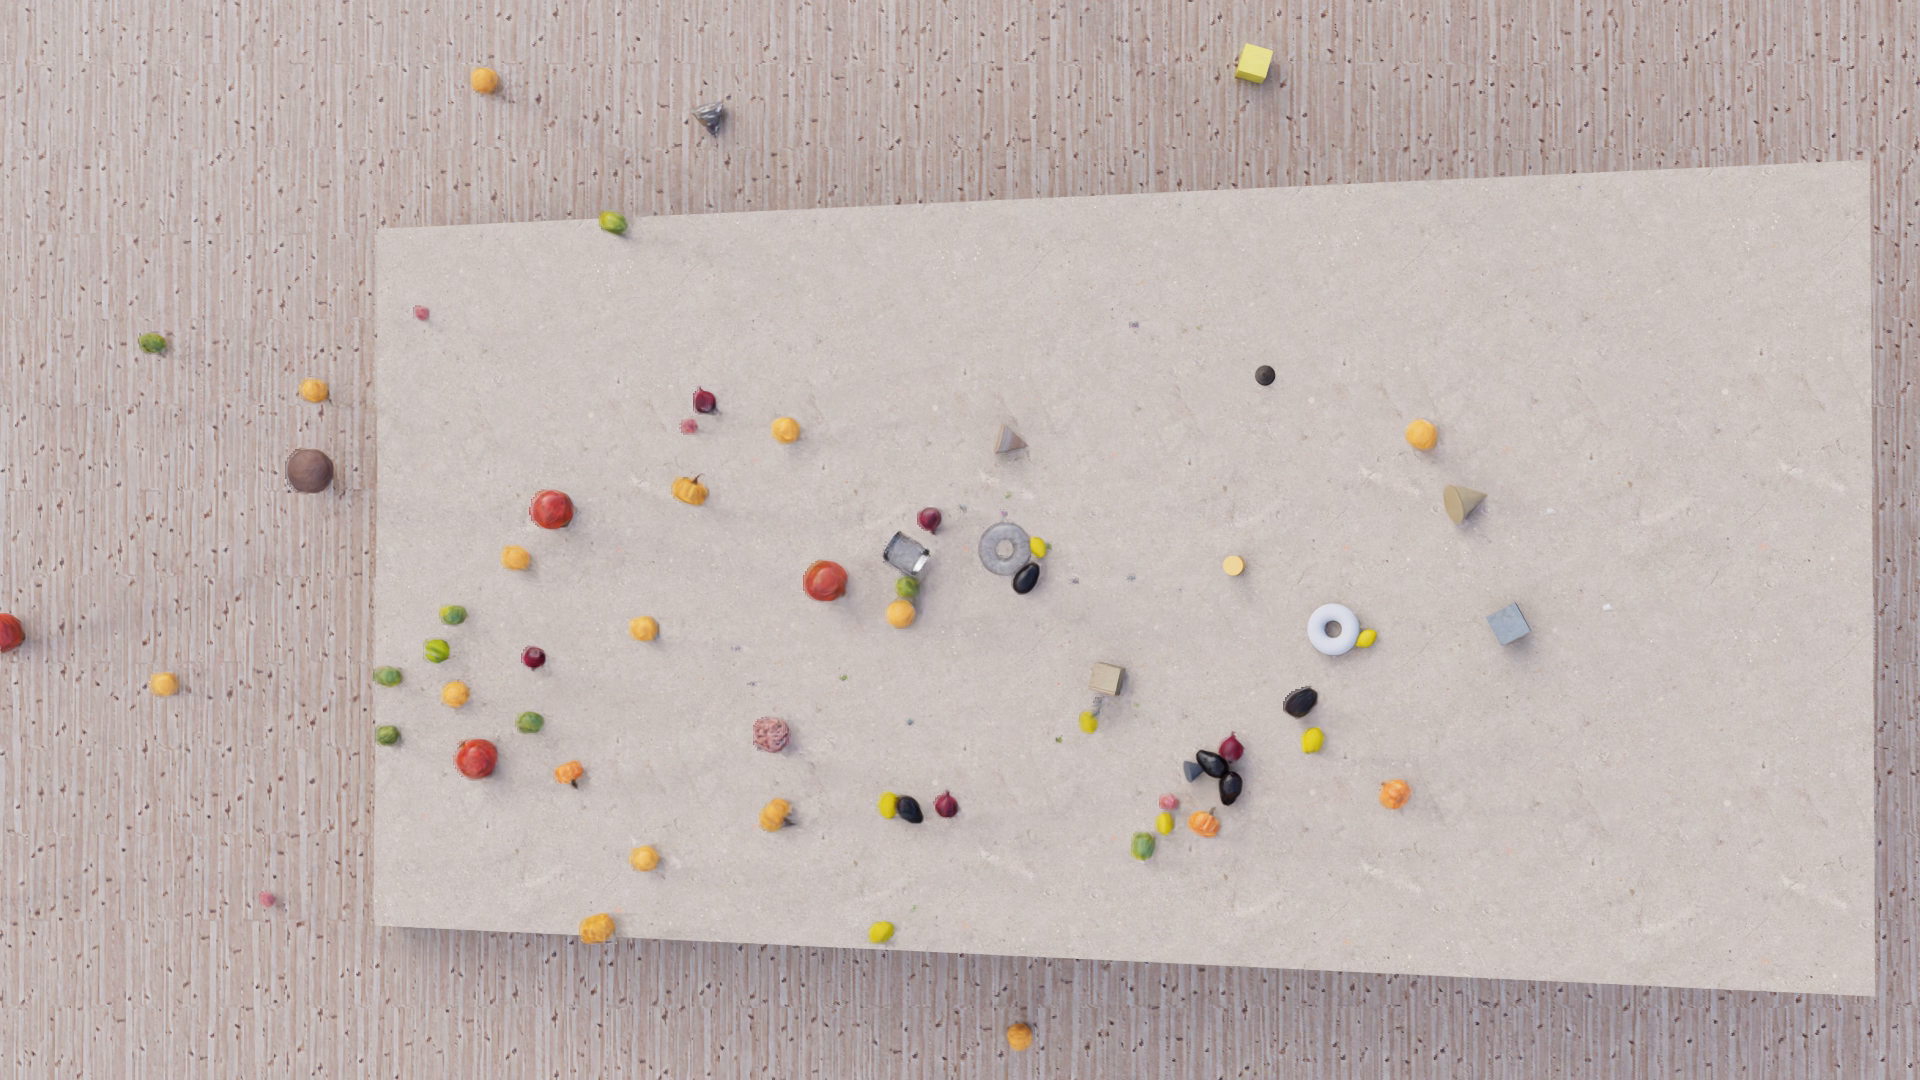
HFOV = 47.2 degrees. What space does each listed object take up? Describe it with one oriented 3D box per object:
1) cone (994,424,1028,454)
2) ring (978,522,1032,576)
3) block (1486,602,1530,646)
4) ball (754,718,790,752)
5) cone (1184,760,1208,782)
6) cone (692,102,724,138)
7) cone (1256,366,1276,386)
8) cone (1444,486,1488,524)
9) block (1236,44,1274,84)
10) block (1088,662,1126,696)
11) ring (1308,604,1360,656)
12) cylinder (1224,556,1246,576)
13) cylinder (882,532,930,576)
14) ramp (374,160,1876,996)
[{"bbox_3d":[0.142,-0.258,5.801,0.086,0.086,0.086,14,89,-11],"label":"cone"},{"bbox_3d":[0.118,0.024,5.799,0.145,0.048,0.145,-1,88,16],"label":"ring"},{"bbox_3d":[1.357,0.208,5.441,0.079,0.079,0.079,-29,82,13],"label":"block"},{"bbox_3d":[-0.506,0.527,5.937,0.096,0.096,0.096,0,89,0],"label":"ball"},{"bbox_3d":[0.613,0.590,5.666,0.059,0.059,0.059,-13,89,-13],"label":"cone"},{"bbox_3d":[-0.725,-1.213,6.408,0.096,0.096,0.096,-13,116,0],"label":"cone"},{"bbox_3d":[0.777,-0.423,5.623,0.053,0.053,0.053,0,89,15],"label":"cone"},{"bbox_3d":[1.275,-0.100,5.486,0.099,0.099,0.099,-15,89,-12],"label":"cone"},{"bbox_3d":[0.854,-1.384,6.391,0.081,0.081,0.081,16,89,0],"label":"block"},{"bbox_3d":[0.381,0.360,5.709,0.072,0.072,0.072,14,93,15],"label":"block"},{"bbox_3d":[0.946,0.226,5.572,0.132,0.044,0.132,0,89,16],"label":"ring"},{"bbox_3d":[0.703,0.066,5.637,0.050,0.050,0.050,0,89,15],"label":"cylinder"},{"bbox_3d":[-0.144,0.037,5.849,0.089,0.089,0.089,33,89,13],"label":"cylinder"},{"bbox_3d":[0.266,0.097,5.834,4.000,0.100,2.000,0,89,15],"label":"ramp"}]
